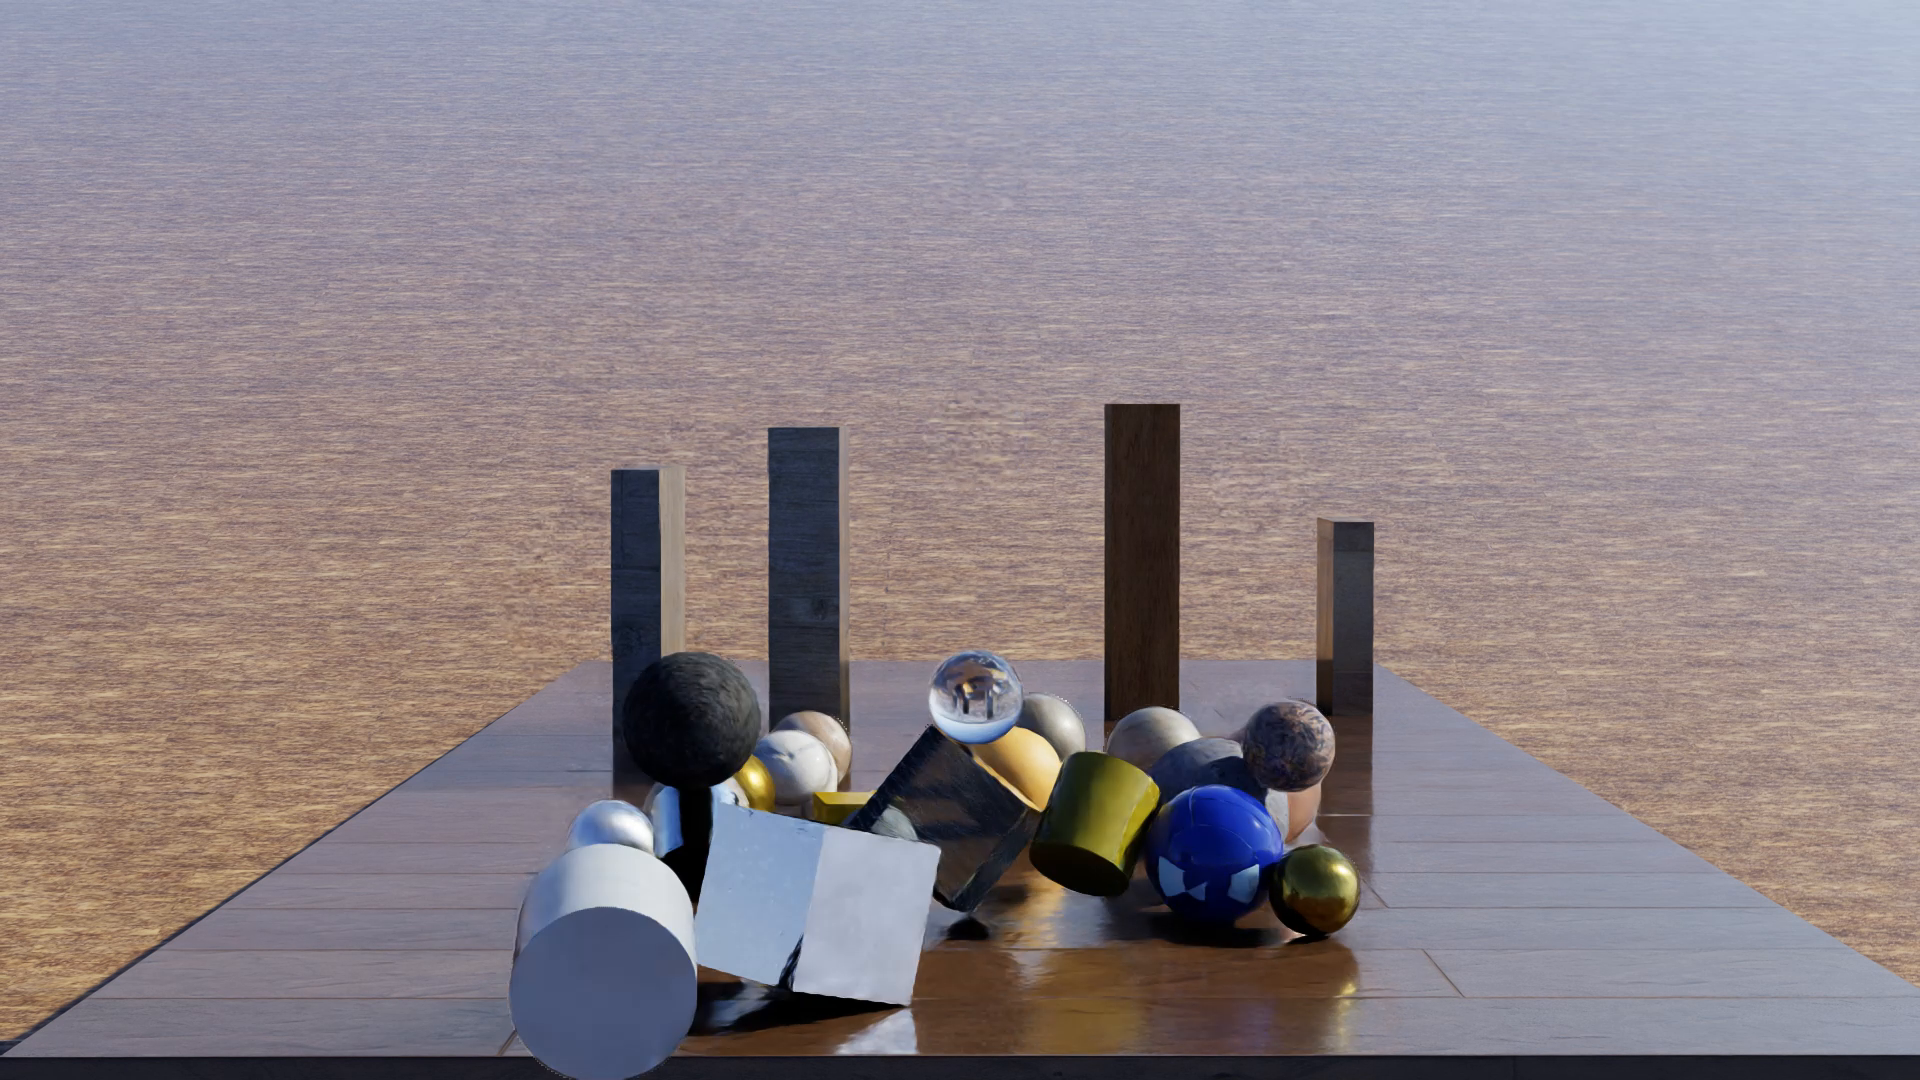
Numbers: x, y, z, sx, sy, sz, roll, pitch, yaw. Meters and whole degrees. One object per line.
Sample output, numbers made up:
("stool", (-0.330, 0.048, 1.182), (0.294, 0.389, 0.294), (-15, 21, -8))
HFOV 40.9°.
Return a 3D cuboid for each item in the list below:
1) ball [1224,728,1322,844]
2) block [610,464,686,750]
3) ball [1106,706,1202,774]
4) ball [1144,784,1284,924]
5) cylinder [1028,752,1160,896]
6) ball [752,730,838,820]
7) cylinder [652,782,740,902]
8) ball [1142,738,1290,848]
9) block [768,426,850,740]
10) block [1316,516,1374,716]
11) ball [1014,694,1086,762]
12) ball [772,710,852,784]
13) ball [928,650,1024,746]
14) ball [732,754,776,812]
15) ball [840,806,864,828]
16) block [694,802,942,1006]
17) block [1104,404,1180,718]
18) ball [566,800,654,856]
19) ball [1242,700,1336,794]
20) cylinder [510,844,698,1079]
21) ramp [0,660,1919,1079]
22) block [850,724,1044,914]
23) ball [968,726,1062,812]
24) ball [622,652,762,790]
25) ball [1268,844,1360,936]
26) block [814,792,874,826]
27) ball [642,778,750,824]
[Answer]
("ball", (0.434, 0.359, 3.726), (0.178, 0.178, 0.178), (0, 22, 0))
("block", (-0.605, 0.120, 5.018), (0.091, 0.525, 0.438), (0, 3, 0))
("ball", (0.313, 0.347, 4.118), (0.161, 0.161, 0.161), (0, 22, 0))
("ball", (0.314, 0.389, 3.186), (0.173, 0.173, 0.173), (0, 22, 0))
("cylinder", (0.167, 0.353, 3.193), (0.130, 0.130, 0.130), (9, 57, 22))
("ball", (-0.261, 0.364, 3.907), (0.151, 0.151, 0.151), (0, 22, 0))
("cylinder", (-0.330, 0.378, 3.237), (0.111, 0.111, 0.111), (-3, 41, -7))
("ball", (0.334, 0.363, 3.397), (0.203, 0.203, 0.203), (0, 22, 0))
("block", (-0.267, 0.100, 4.608), (0.122, 0.606, 0.412), (0, 3, 0))
("block", (0.817, 0.158, 5.462), (0.084, 0.404, 0.243), (0, 3, 0))
("ball", (0.128, 0.338, 4.273), (0.164, 0.164, 0.164), (0, 22, 0))
("ball", (-0.250, 0.352, 4.229), (0.142, 0.142, 0.142), (0, 22, 0))
("ball", (0.019, 0.191, 3.128), (0.116, 0.116, 0.116), (0, 22, 0))
("ball", (-0.342, 0.373, 3.711), (0.152, 0.152, 0.152), (0, 22, 0))
("ball", (-0.104, 0.405, 3.352), (0.122, 0.122, 0.122), (0, 22, 0))
("block", (-0.156, 0.390, 2.755), (0.172, 0.172, 0.172), (5, -9, 45))
("block", (0.381, 0.039, 5.401), (0.141, 0.648, 0.240), (0, 3, 0))
("ball", (-0.464, 0.404, 3.417), (0.119, 0.119, 0.119), (0, 22, 0))
("ball", (0.420, 0.264, 3.291), (0.120, 0.120, 0.120), (0, 22, 0))
("cylinder", (-0.350, 0.415, 2.541), (0.179, 0.179, 0.179), (-3, 13, -6))
("ramp", (0.051, 0.457, 4.533), (2.000, 0.100, 4.000), (0, 3, 0))
("block", (-0.011, 0.348, 3.192), (0.158, 0.158, 0.158), (39, -1, 15))
("ball", (0.076, 0.361, 3.869), (0.160, 0.160, 0.160), (0, 22, 0))
("ball", (-0.333, 0.224, 3.188), (0.172, 0.172, 0.172), (0, 22, 0))
("ball", (0.428, 0.424, 3.110), (0.111, 0.111, 0.111), (0, 22, 0))
("block", (-0.132, 0.404, 3.466), (0.114, 0.114, 0.114), (0, 3, -11))
("ball", (-0.362, 0.383, 3.535), (0.150, 0.150, 0.150), (0, 22, 0))
